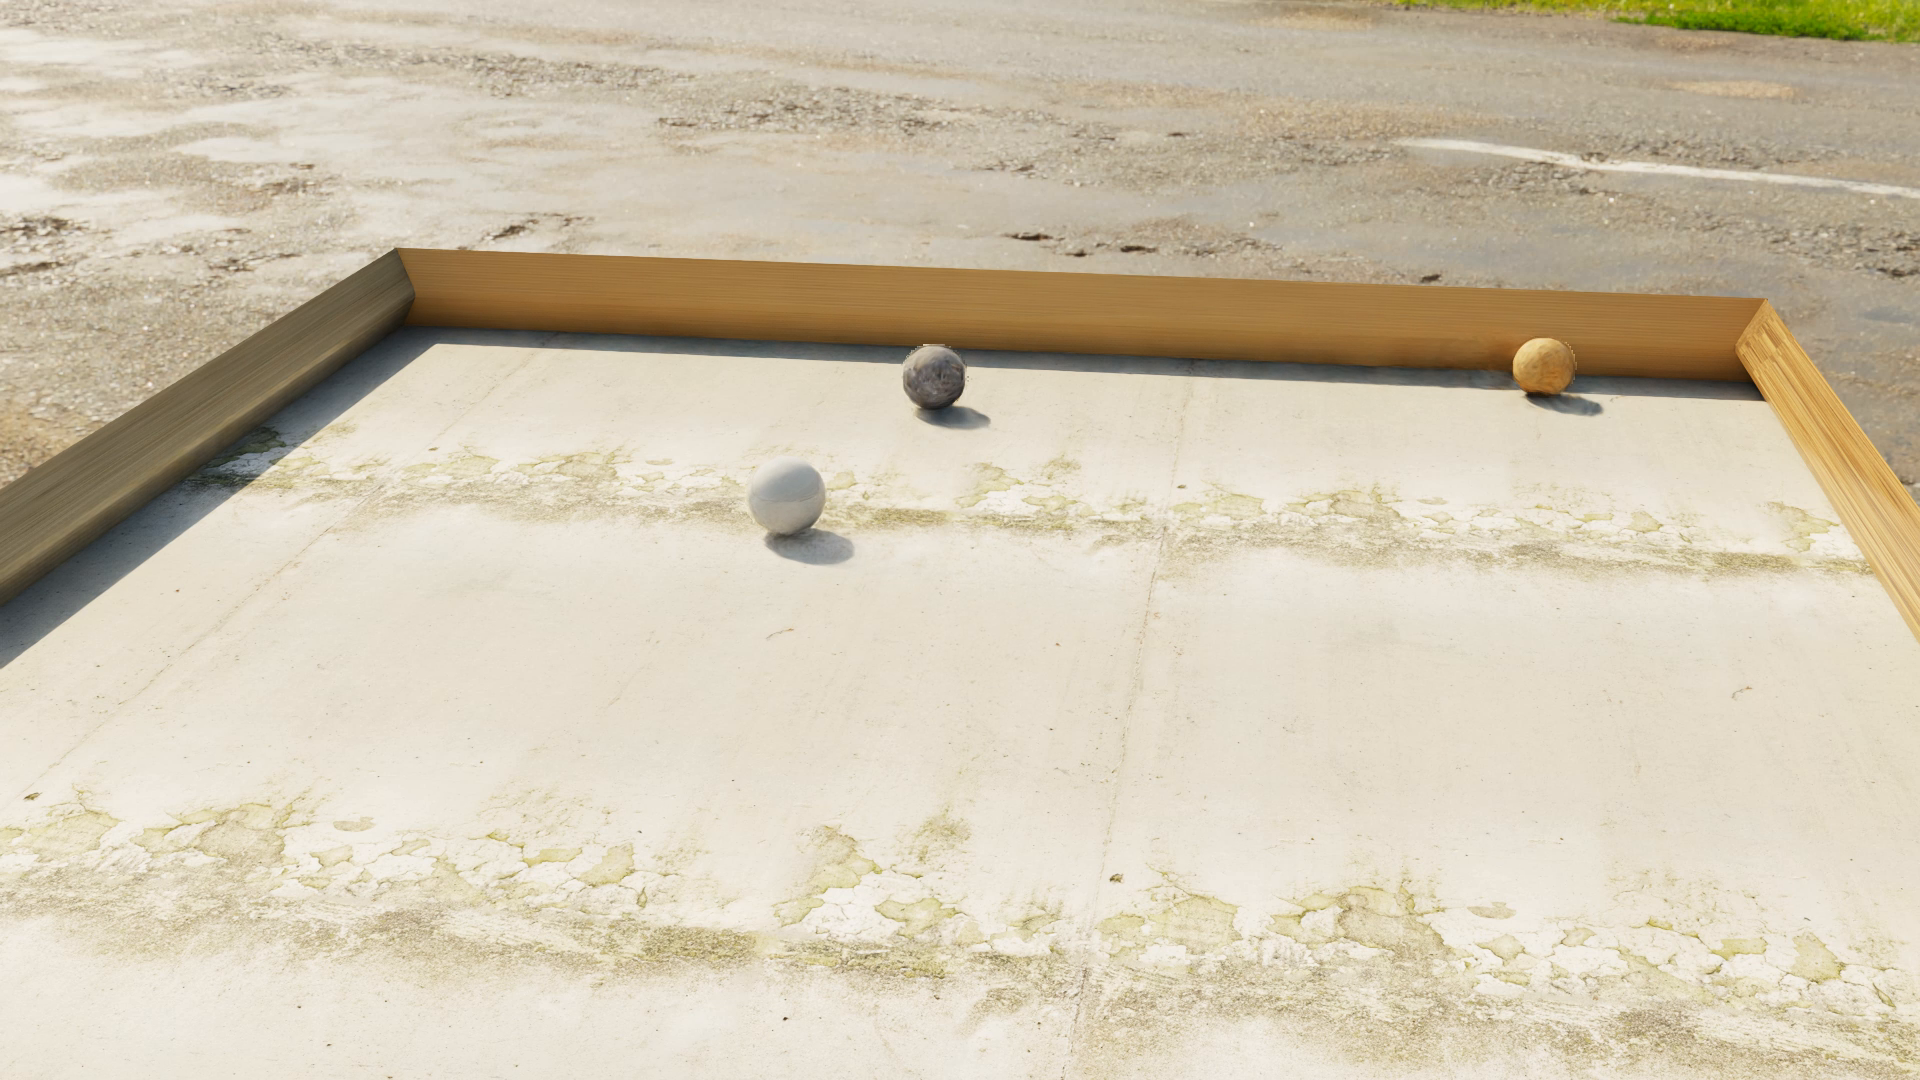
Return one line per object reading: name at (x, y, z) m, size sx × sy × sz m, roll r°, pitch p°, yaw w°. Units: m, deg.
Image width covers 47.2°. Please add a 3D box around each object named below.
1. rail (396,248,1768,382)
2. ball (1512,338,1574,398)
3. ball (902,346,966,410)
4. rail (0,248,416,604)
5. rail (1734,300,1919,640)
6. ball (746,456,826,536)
rail at (0.135, -0.340, 3.334) m, size 2.087 × 0.124 × 0.045 m, roll 3°, pitch 21°, yaw 8°
ball at (0.836, -0.248, 3.152) m, size 0.086 × 0.086 × 0.086 m, roll 0°, pitch 21°, yaw 0°
ball at (-0.037, -0.228, 3.096) m, size 0.091 × 0.091 × 0.091 m, roll 0°, pitch 21°, yaw 0°
rail at (-1.147, 0.262, 1.785) m, size 0.045 × 0.124 × 3.716 m, roll 3°, pitch 21°, yaw 8°
rail at (0.870, 0.372, 1.501) m, size 0.045 × 0.124 × 3.716 m, roll 3°, pitch 21°, yaw 8°
ball at (-0.208, -0.053, 2.639) m, size 0.096 × 0.096 × 0.096 m, roll 0°, pitch 21°, yaw 0°
